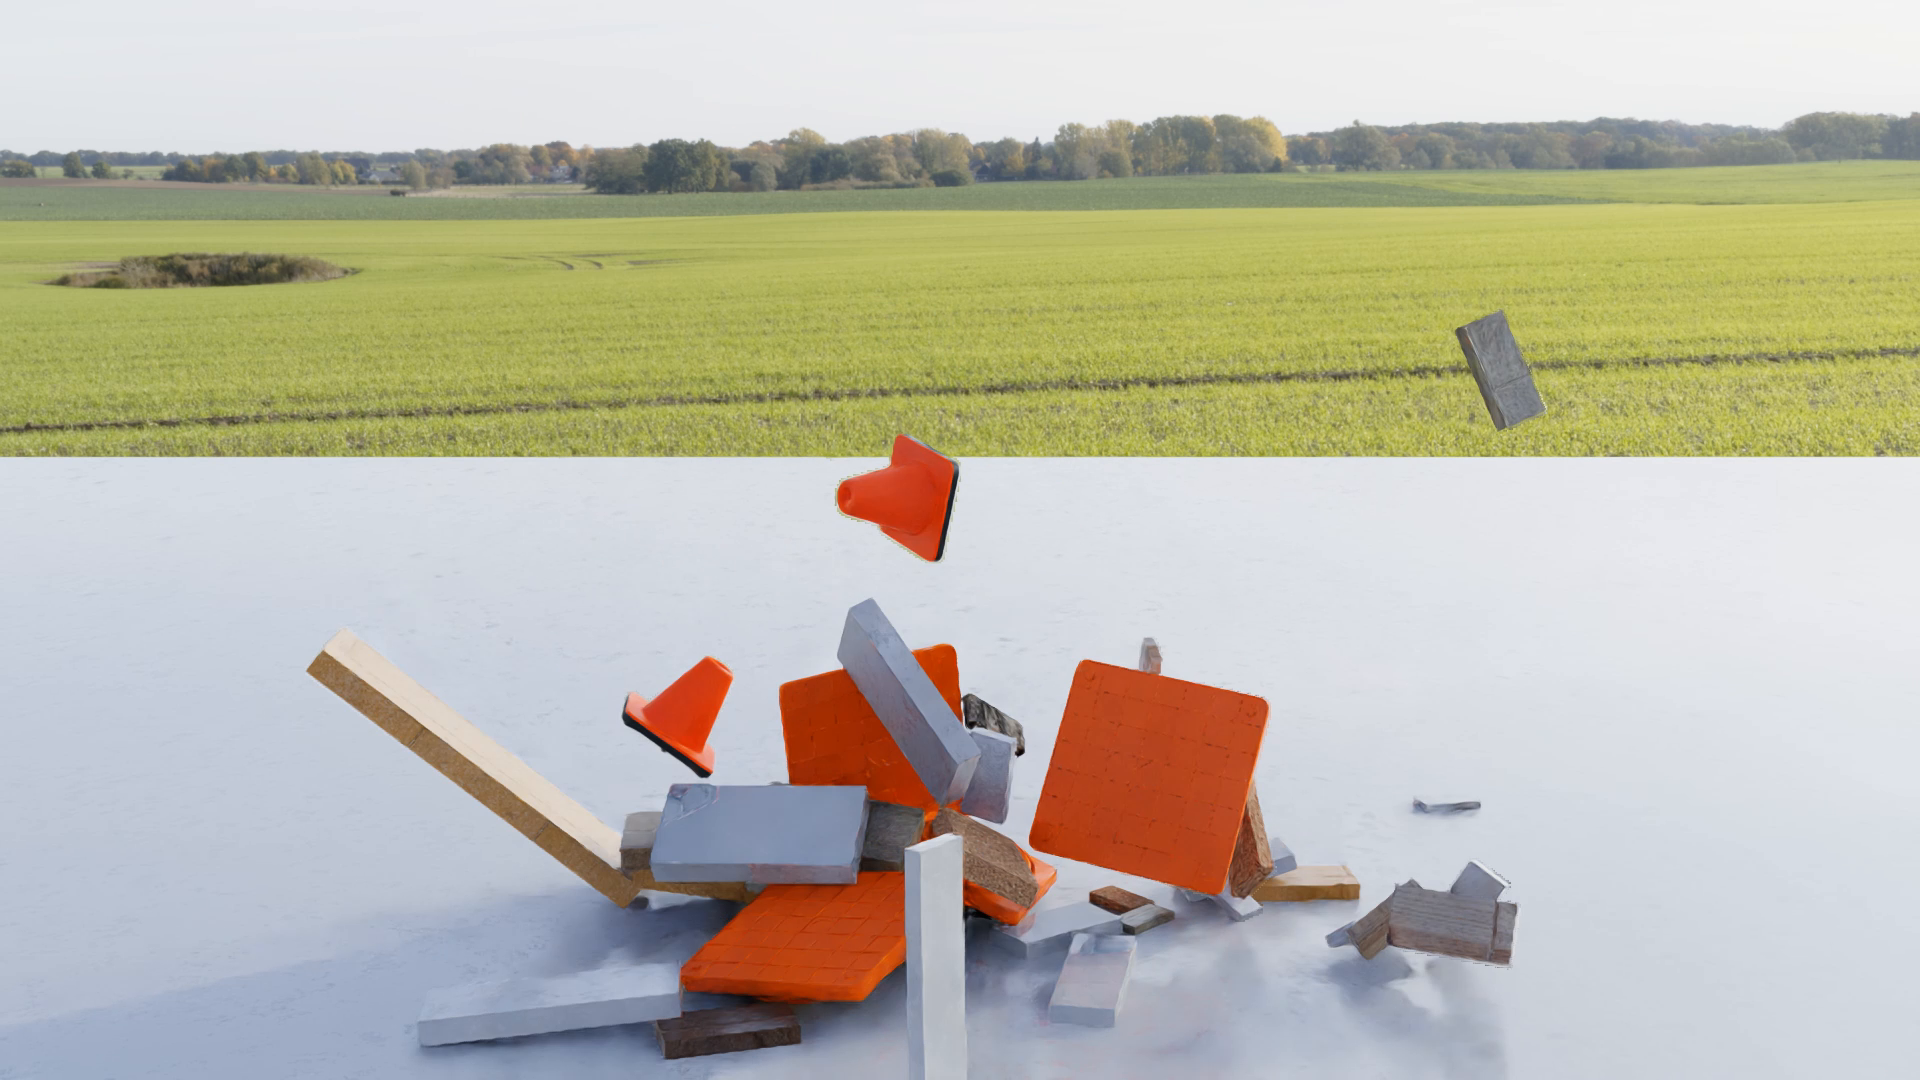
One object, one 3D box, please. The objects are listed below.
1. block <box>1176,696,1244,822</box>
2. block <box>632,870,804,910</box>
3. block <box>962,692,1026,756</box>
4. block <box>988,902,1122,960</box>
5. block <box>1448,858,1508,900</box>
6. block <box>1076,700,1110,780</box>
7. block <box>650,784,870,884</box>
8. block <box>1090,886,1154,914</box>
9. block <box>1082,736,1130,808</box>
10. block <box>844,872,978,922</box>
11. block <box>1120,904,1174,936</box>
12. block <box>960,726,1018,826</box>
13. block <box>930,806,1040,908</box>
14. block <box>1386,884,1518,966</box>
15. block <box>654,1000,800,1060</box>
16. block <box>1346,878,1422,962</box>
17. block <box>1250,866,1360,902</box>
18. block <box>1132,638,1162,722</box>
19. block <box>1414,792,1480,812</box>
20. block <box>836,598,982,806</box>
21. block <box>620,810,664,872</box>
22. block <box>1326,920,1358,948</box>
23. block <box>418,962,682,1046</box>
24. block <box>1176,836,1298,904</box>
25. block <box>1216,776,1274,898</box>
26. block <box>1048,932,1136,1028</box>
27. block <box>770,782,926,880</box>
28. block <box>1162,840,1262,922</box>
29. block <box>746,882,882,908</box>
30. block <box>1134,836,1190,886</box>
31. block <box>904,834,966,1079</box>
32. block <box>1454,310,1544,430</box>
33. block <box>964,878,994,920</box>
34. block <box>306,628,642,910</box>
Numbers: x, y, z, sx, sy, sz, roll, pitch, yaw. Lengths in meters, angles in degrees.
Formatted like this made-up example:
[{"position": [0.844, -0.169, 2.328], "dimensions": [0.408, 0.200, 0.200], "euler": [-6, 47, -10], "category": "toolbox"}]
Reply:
[{"position": [0.411, 0.362, 3.630], "dimensions": [0.076, 0.195, 0.022], "euler": [11, 3, 26], "category": "block"}, {"position": [-0.396, 0.552, 3.641], "dimensions": [0.279, 0.040, 0.140], "euler": [9, 10, -6], "category": "block"}, {"position": [0.057, 0.311, 3.701], "dimensions": [0.127, 0.018, 0.063], "euler": [33, 32, -33], "category": "block"}, {"position": [0.151, 0.614, 3.464], "dimensions": [0.192, 0.027, 0.096], "euler": [-8, 13, -35], "category": "block"}, {"position": [0.782, 0.565, 3.401], "dimensions": [0.065, 0.131, 0.018], "euler": [37, 17, 21], "category": "block"}, {"position": [0.228, 0.342, 3.737], "dimensions": [0.018, 0.127, 0.063], "euler": [-6, -21, 34], "category": "block"}, {"position": [-0.311, 0.459, 3.444], "dimensions": [0.320, 0.045, 0.160], "euler": [0, 42, 9], "category": "block"}, {"position": [0.266, 0.593, 3.615], "dimensions": [0.051, 0.014, 0.102], "euler": [-9, 14, -39], "category": "block"}, {"position": [0.244, 0.387, 3.673], "dimensions": [0.054, 0.109, 0.015], "euler": [-15, 5, 3], "category": "block"}, {"position": [-0.079, 0.560, 3.493], "dimensions": [0.192, 0.027, 0.096], "euler": [25, 29, 16], "category": "block"}, {"position": [0.292, 0.609, 3.529], "dimensions": [0.051, 0.014, 0.102], "euler": [10, 14, 42], "category": "block"}, {"position": [0.048, 0.390, 3.642], "dimensions": [0.076, 0.152, 0.022], "euler": [16, 23, 22], "category": "block"}, {"position": [0.036, 0.482, 3.364], "dimensions": [0.130, 0.037, 0.260], "euler": [28, 4, -10], "category": "block"}, {"position": [0.727, 0.568, 3.247], "dimensions": [0.178, 0.089, 0.025], "euler": [7, -15, 21], "category": "block"}, {"position": [-0.326, 0.685, 3.079], "dimensions": [0.189, 0.027, 0.095], "euler": [-3, 11, -16], "category": "block"}, {"position": [0.654, 0.578, 3.344], "dimensions": [0.130, 0.065, 0.018], "euler": [-38, 37, -5], "category": "block"}, {"position": [0.565, 0.575, 3.679], "dimensions": [0.188, 0.027, 0.094], "euler": [-1, 11, -4], "category": "block"}, {"position": [0.311, 0.233, 3.653], "dimensions": [0.018, 0.127, 0.063], "euler": [0, 31, -10], "category": "block"}, {"position": [0.917, 0.494, 4.141], "dimensions": [0.109, 0.015, 0.054], "euler": [-2, 11, -13], "category": "block"}, {"position": [-0.086, 0.263, 3.552], "dimensions": [0.045, 0.319, 0.160], "euler": [-26, -24, -25], "category": "block"}, {"position": [-0.407, 0.484, 3.588], "dimensions": [0.279, 0.040, 0.140], "euler": [-3, 17, -2], "category": "block"}, {"position": [0.636, 0.605, 3.401], "dimensions": [0.131, 0.018, 0.065], "euler": [1, -29, -34], "category": "block"}, {"position": [-0.577, 0.657, 3.122], "dimensions": [0.360, 0.037, 0.130], "euler": [-5, 9, -6], "category": "block"}, {"position": [0.459, 0.550, 3.673], "dimensions": [0.188, 0.027, 0.094], "euler": [-17, 12, -5], "category": "block"}, {"position": [0.463, 0.486, 3.597], "dimensions": [0.025, 0.089, 0.178], "euler": [15, 43, -22], "category": "block"}, {"position": [0.200, 0.651, 3.269], "dimensions": [0.095, 0.027, 0.292], "euler": [2, 11, 10], "category": "block"}, {"position": [-0.199, 0.463, 3.509], "dimensions": [0.260, 0.037, 0.130], "euler": [9, 36, 14], "category": "block"}, {"position": [0.412, 0.556, 3.597], "dimensions": [0.054, 0.015, 0.177], "euler": [-11, 41, -45], "category": "block"}, {"position": [-0.214, 0.546, 3.611], "dimensions": [0.279, 0.040, 0.140], "euler": [9, 15, -12], "category": "block"}, {"position": [0.335, 0.530, 3.633], "dimensions": [0.102, 0.014, 0.051], "euler": [34, 10, -19], "category": "block"}, {"position": [-0.031, 0.563, 2.822], "dimensions": [0.025, 0.359, 0.089], "euler": [4, 9, 37], "category": "block"}, {"position": [0.921, -0.290, 3.753], "dimensions": [0.094, 0.188, 0.027], "euler": [-23, 0, -30], "category": "block"}, {"position": [-0.044, 0.560, 3.568], "dimensions": [0.192, 0.027, 0.096], "euler": [10, 29, -11], "category": "block"}, {"position": [-0.784, 0.374, 3.617], "dimensions": [0.638, 0.045, 0.160], "euler": [39, 6, -9], "category": "block"}]
